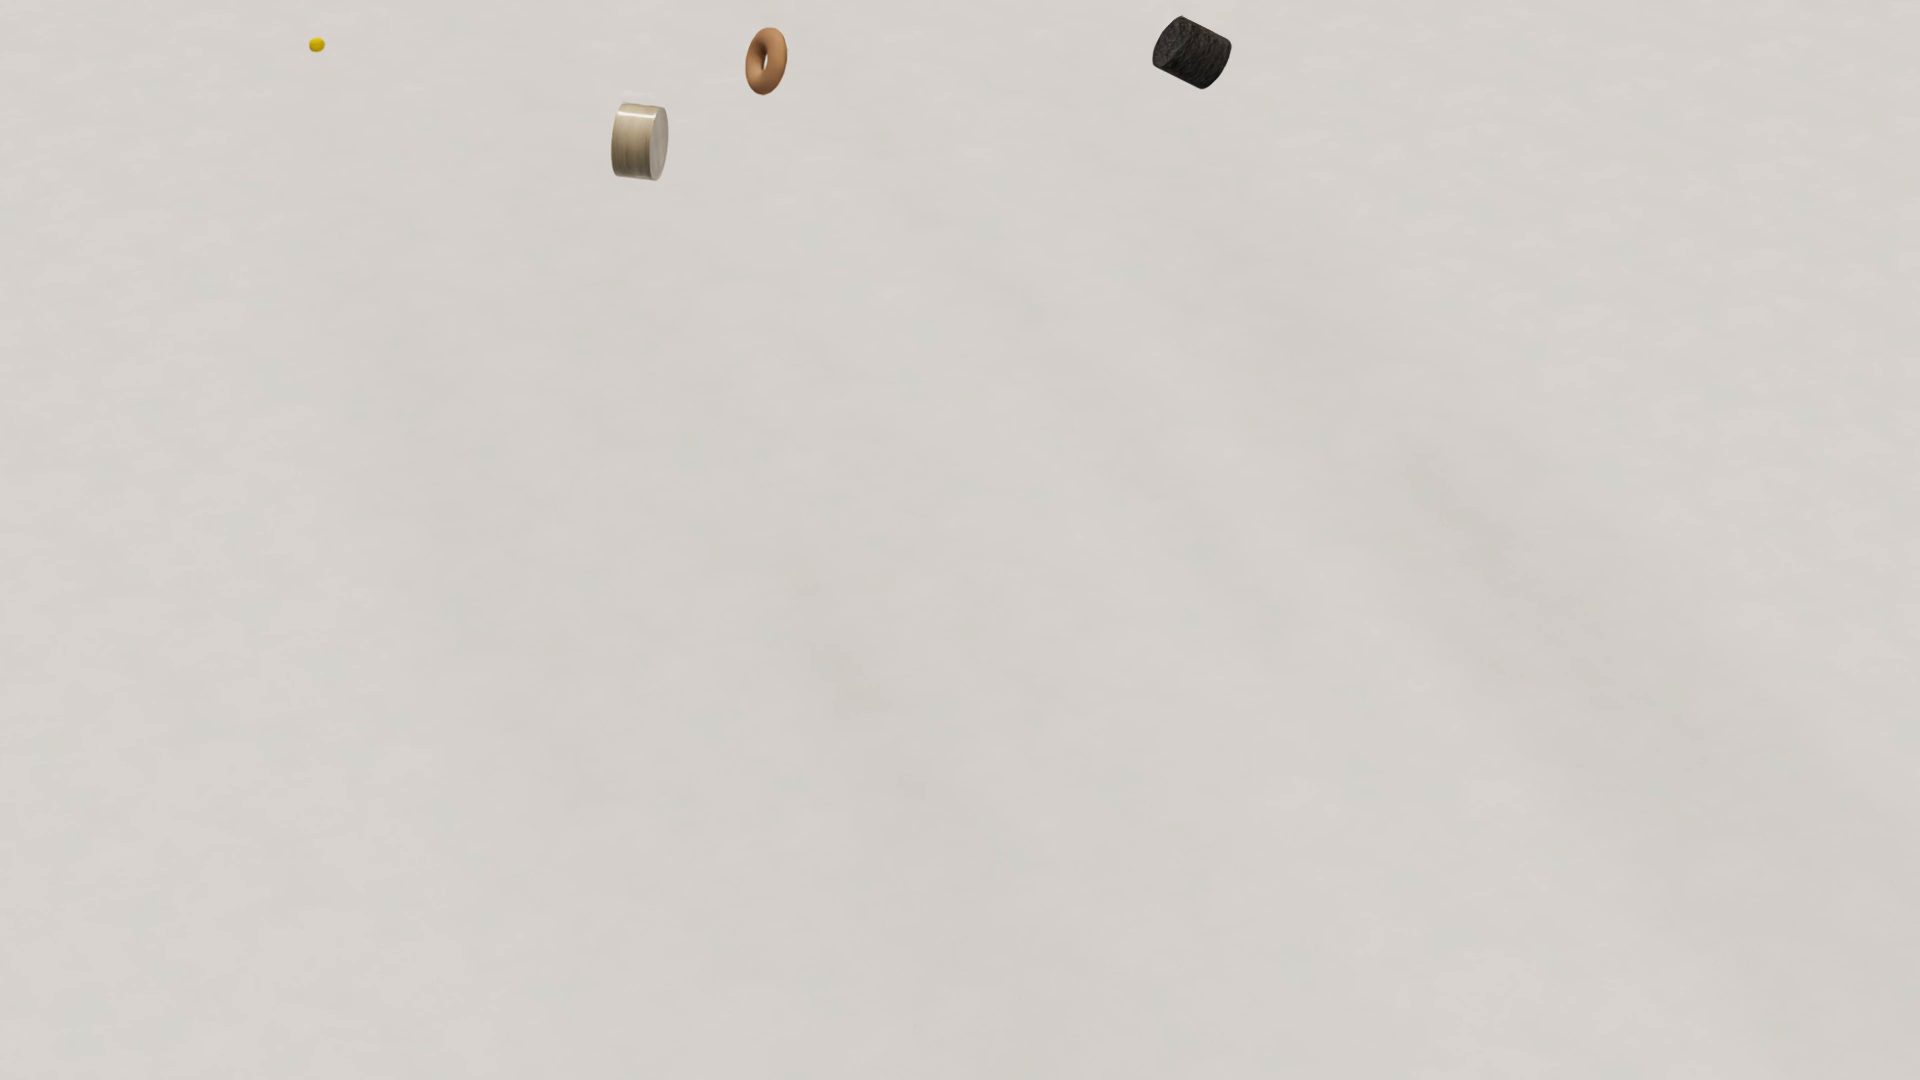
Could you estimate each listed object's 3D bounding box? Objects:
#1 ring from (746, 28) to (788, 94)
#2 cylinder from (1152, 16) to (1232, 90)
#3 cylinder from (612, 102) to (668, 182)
[{"bbox_3d":[-0.643,-1.587,9.716,0.060,0.222,0.230,7,57,-34],"label":"ring"},{"bbox_3d":[0.806,-1.695,10.200,0.198,0.201,0.155,21,29,-30],"label":"cylinder"},{"bbox_3d":[-0.894,-1.113,8.195,0.109,0.210,0.201,8,38,8],"label":"cylinder"}]
